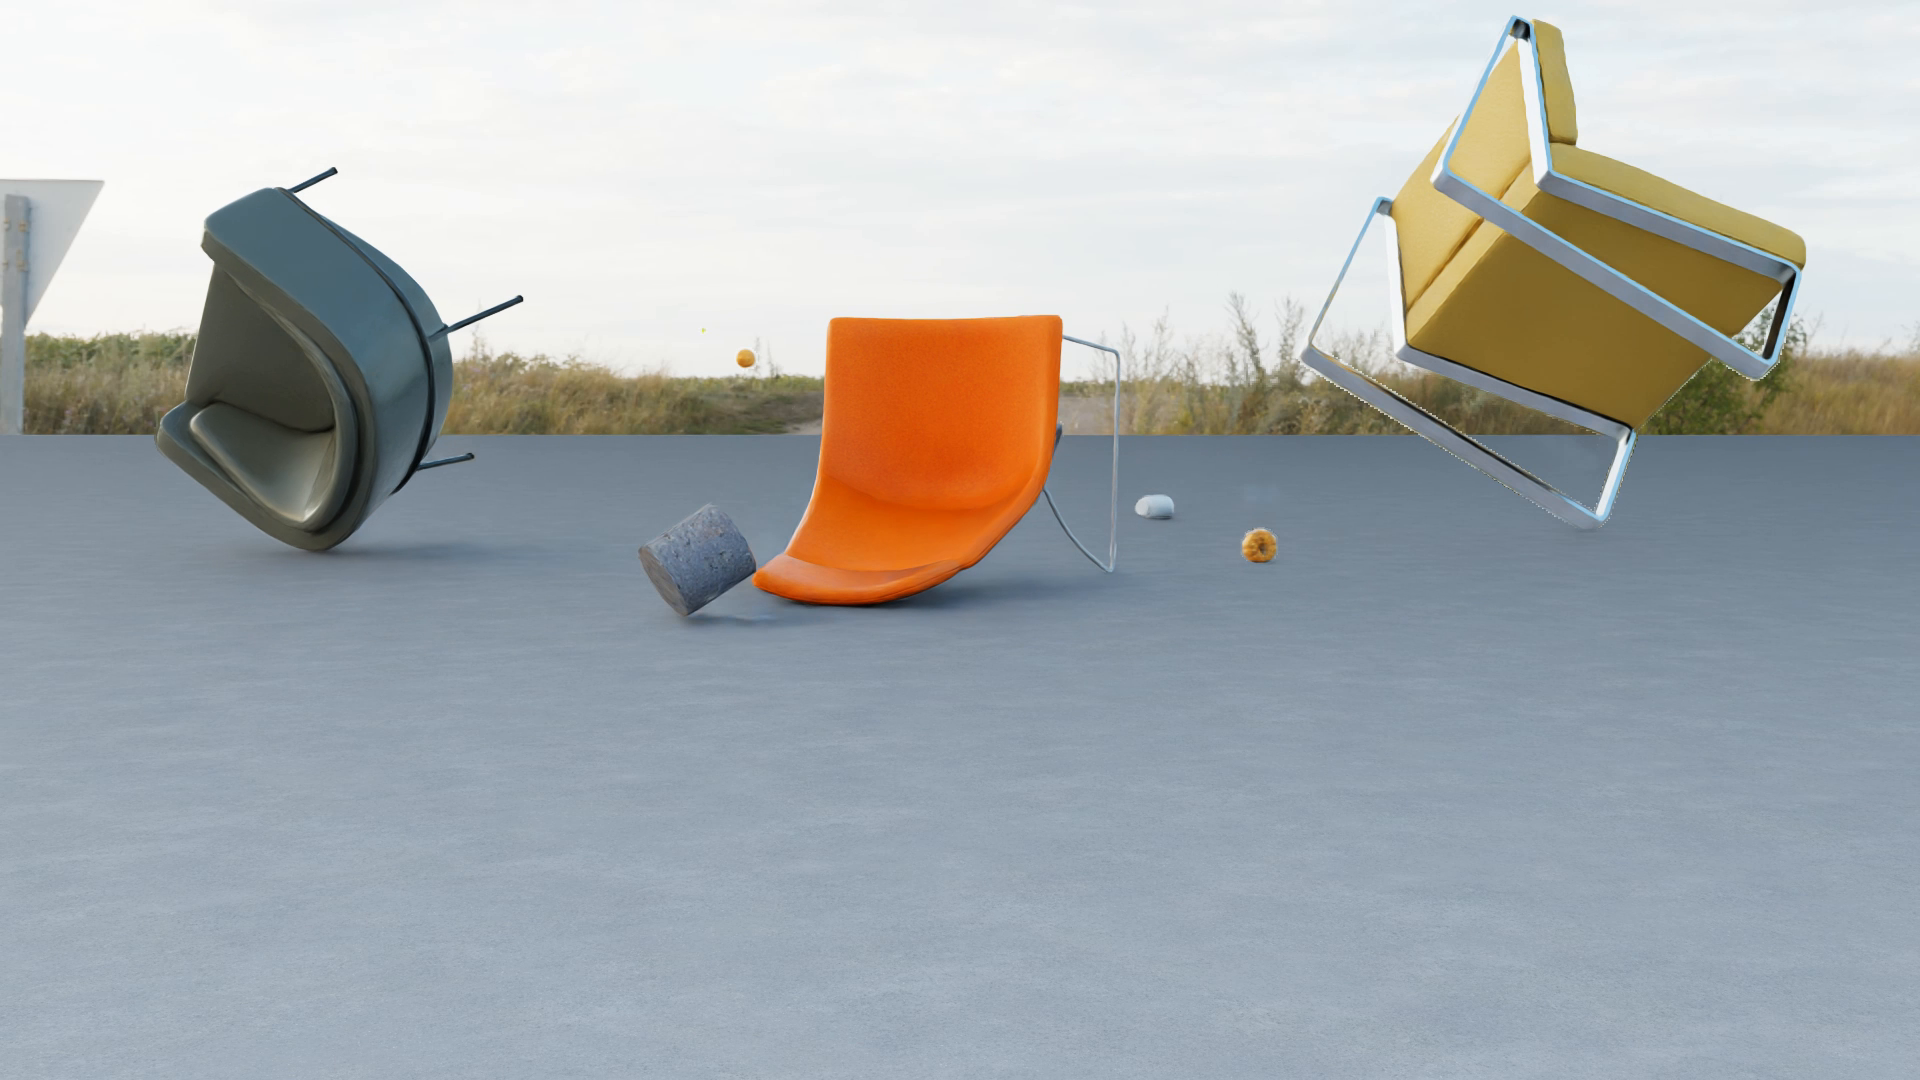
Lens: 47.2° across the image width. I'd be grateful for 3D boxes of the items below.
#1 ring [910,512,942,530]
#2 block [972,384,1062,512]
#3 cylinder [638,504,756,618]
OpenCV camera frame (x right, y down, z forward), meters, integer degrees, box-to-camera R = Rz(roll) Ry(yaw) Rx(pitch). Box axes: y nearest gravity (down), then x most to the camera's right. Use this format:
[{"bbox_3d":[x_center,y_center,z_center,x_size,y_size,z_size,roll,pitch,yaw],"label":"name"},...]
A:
[{"bbox_3d":[-0.109,-0.062,7.069,0.107,0.034,0.057,-12,44,-7],"label":"ring"},{"bbox_3d":[0.172,-0.279,6.668,0.121,0.315,0.212,-7,45,-27],"label":"block"},{"bbox_3d":[-0.517,0.040,4.326,0.164,0.162,0.171,-34,28,-19],"label":"cylinder"}]
